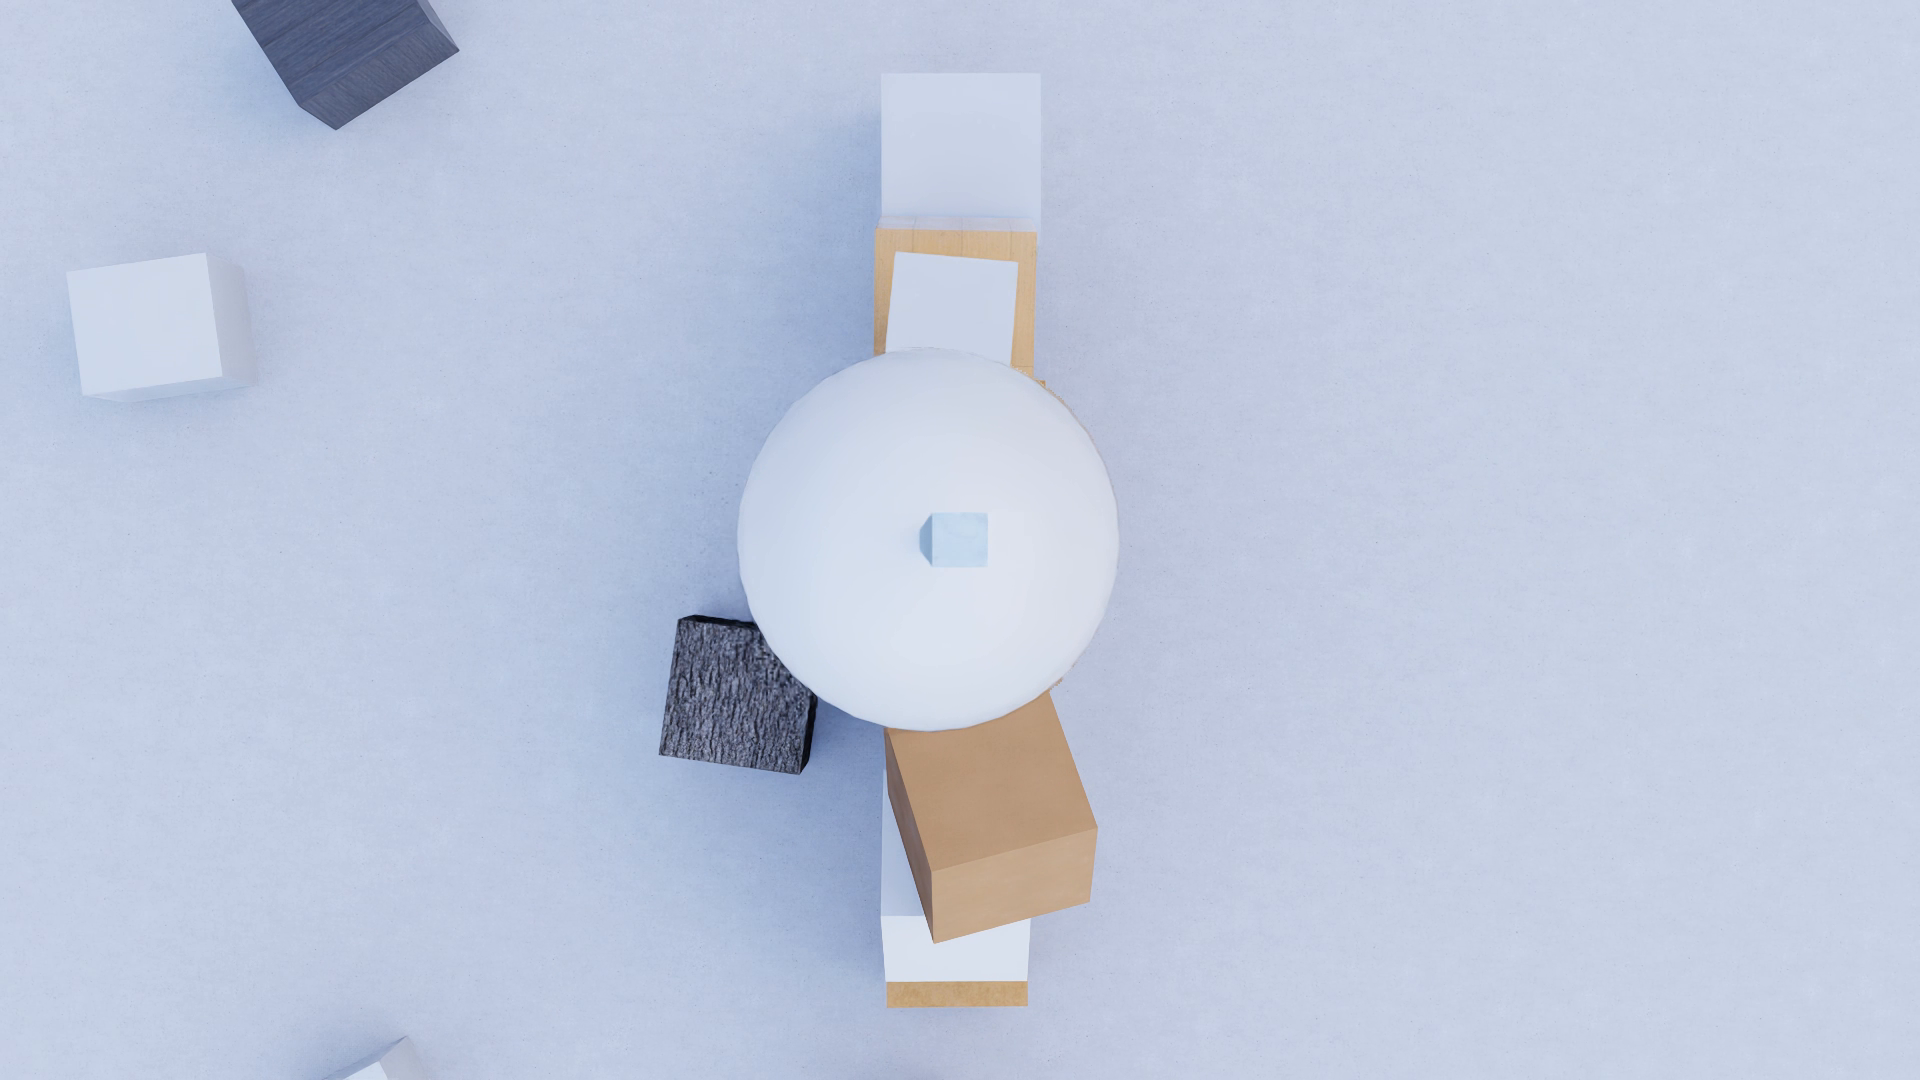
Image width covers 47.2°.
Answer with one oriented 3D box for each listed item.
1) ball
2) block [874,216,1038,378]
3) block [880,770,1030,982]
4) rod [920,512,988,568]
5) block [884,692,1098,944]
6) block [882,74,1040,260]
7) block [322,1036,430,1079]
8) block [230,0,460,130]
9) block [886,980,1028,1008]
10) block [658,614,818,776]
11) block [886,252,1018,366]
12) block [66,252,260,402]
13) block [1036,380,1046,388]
[{"bbox_3d":[-0.131,0.000,9.180,1.600,1.600,1.600,0,90,0],"label":"ball"},{"bbox_3d":[-0.028,-1.278,11.685,0.823,0.889,0.805,1,103,0],"label":"block"},{"bbox_3d":[-0.021,1.791,11.707,0.760,0.845,0.835,0,56,0],"label":"block"},{"bbox_3d":[-0.057,0.000,5.781,0.080,5.200,0.080,0,90,-1],"label":"rod"},{"bbox_3d":[0.140,1.350,10.987,0.824,0.841,0.877,-14,57,-9],"label":"block"},{"bbox_3d":[0.007,-2.088,12.532,0.873,0.936,0.943,0,90,0],"label":"block"},{"bbox_3d":[-3.463,3.383,12.673,0.774,0.654,0.628,-27,90,0],"label":"block"},{"bbox_3d":[-3.530,-2.978,12.636,0.874,0.729,0.764,-33,90,0],"label":"block"},{"bbox_3d":[-0.019,2.184,12.616,0.785,0.769,0.828,-1,90,0],"label":"block"},{"bbox_3d":[-1.231,0.874,12.615,0.792,0.771,0.765,8,90,0],"label":"block"},{"bbox_3d":[-0.052,-0.950,10.826,0.597,0.688,0.621,5,67,0],"label":"block"},{"bbox_3d":[-4.580,-1.212,12.673,0.792,0.654,0.700,-8,90,0],"label":"block"},{"bbox_3d":[-0.016,-0.369,12.516,0.965,0.969,1.007,0,90,0],"label":"block"}]
